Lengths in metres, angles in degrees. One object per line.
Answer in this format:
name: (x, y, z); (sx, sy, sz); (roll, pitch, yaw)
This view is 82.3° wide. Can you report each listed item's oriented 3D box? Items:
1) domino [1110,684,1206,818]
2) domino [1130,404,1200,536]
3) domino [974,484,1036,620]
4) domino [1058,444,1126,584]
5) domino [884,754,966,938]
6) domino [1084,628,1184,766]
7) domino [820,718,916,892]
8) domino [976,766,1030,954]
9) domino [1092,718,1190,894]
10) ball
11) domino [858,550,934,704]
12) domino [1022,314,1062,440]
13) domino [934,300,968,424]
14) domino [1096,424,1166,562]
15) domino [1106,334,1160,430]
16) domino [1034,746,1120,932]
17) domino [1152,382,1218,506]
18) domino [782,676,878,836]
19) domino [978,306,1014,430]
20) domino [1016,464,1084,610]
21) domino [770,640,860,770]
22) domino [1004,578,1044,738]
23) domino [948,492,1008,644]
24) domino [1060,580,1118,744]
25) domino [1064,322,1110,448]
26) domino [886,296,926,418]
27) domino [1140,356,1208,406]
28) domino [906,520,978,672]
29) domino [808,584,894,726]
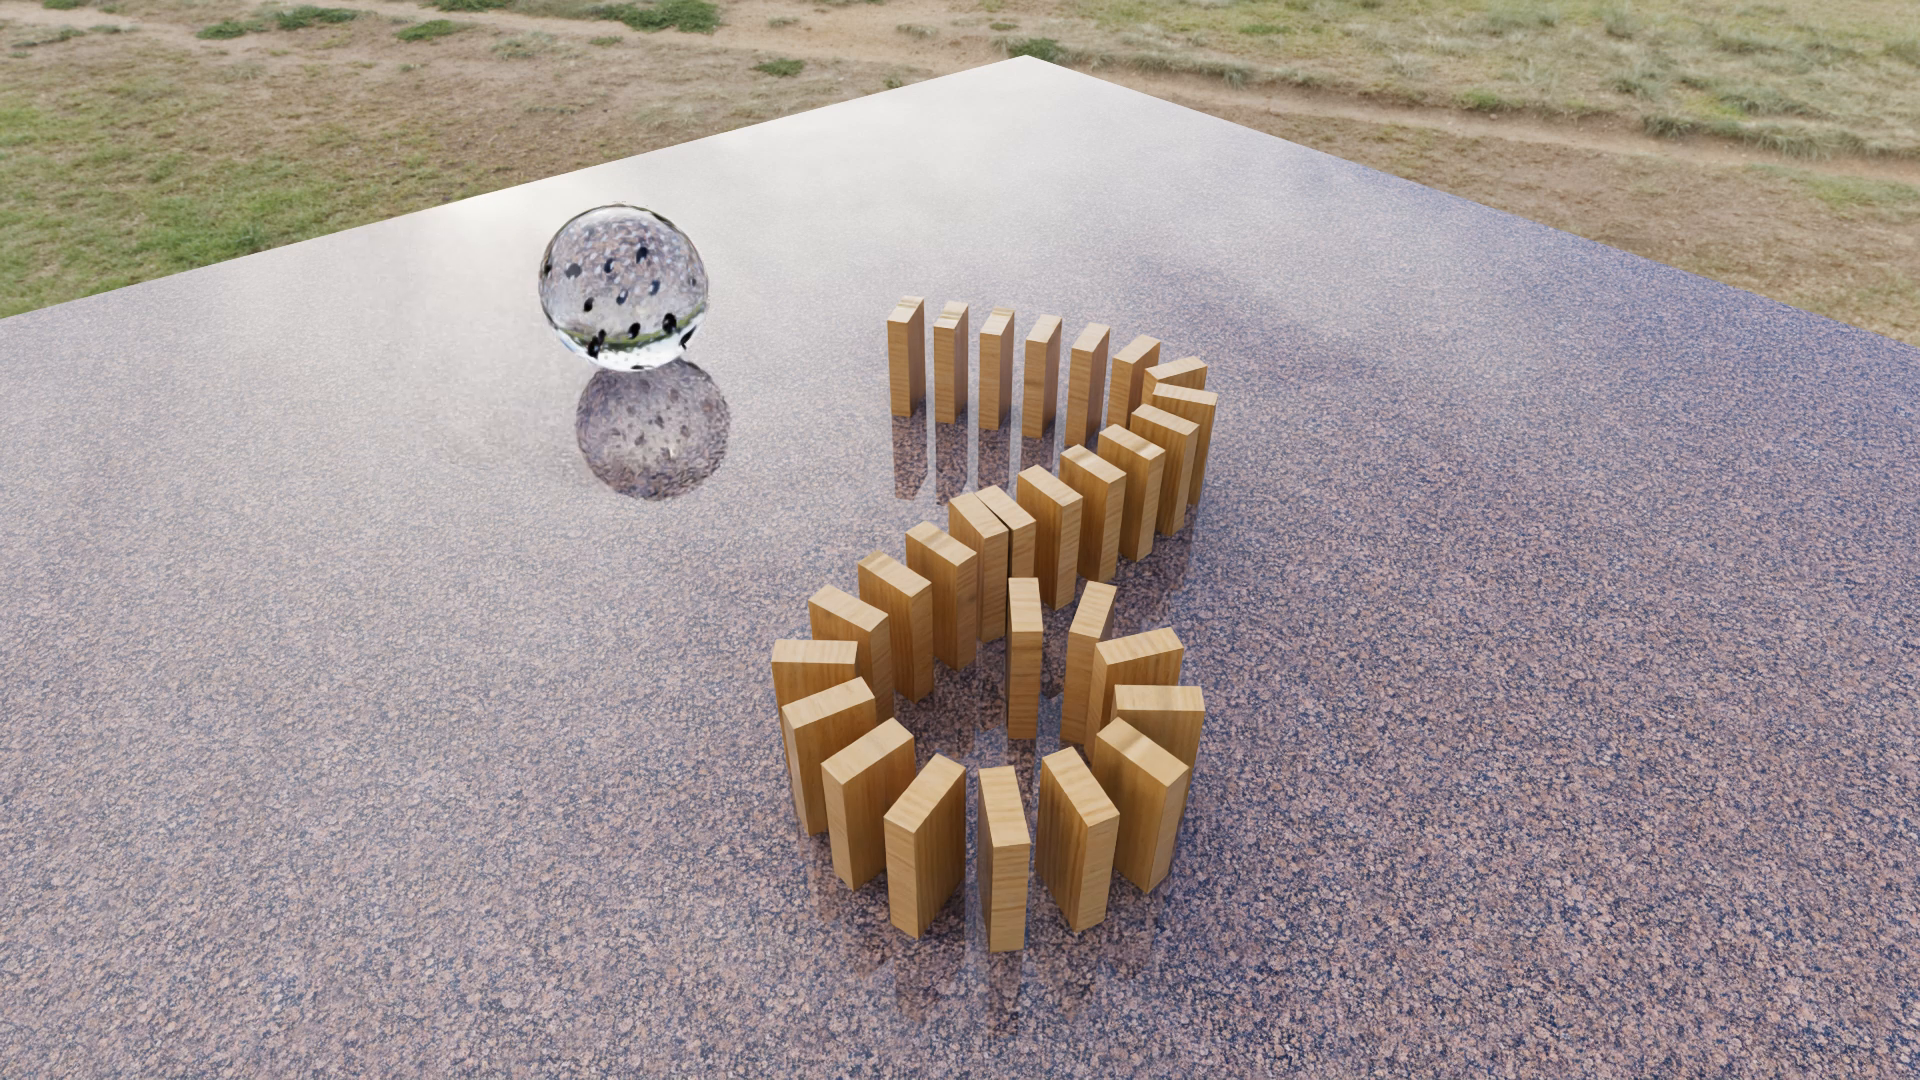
domino: (0.057, 0.065, 0.332); (0.025, 0.050, 0.009); (1, 39, 1)
domino: (0.080, -0.028, 0.446); (0.025, 0.050, 0.010); (27, 46, 29)
domino: (0.016, 0.008, 0.402); (0.009, 0.050, 0.025); (-22, 44, -25)
domino: (0.049, -0.009, 0.422); (0.010, 0.050, 0.025); (-28, 47, -30)
domino: (-0.009, 0.086, 0.307); (0.010, 0.050, 0.025); (22, 44, 25)
domino: (0.054, 0.051, 0.349); (0.025, 0.050, 0.010); (-11, 41, -13)
domino: (-0.025, 0.077, 0.318); (0.025, 0.050, 0.010); (-30, 48, -31)
domino: (0.011, 0.089, 0.303); (0.009, 0.050, 0.025); (-5, 40, -6)
domino: (0.050, 0.077, 0.317); (0.009, 0.050, 0.025); (-31, 49, -32)
ball: (-0.163, -0.122, 0.537); (0.080, 0.080, 0.080); (0, 39, 0)
domino: (-0.022, 0.030, 0.375); (0.025, 0.050, 0.009); (30, 48, 32)
domino: (0.037, -0.074, 0.502); (0.009, 0.050, 0.025); (13, 41, 15)
domino: (-0.004, -0.082, 0.512); (0.010, 0.050, 0.025); (10, 40, 12)
domino: (0.065, -0.018, 0.434); (0.009, 0.050, 0.025); (-31, 48, -32)
domino: (0.076, -0.063, 0.488); (0.010, 0.050, 0.025); (25, 45, 27)
domino: (0.032, 0.085, 0.308); (0.010, 0.050, 0.025); (-17, 42, -19)
domino: (0.091, -0.040, 0.460); (0.025, 0.050, 0.009); (13, 41, 15)
domino: (-0.038, 0.066, 0.331); (0.025, 0.050, 0.009); (-19, 43, -22)
domino: (0.017, -0.079, 0.508); (0.010, 0.050, 0.025); (11, 41, 13)
domino: (0.032, 0.000, 0.412); (0.010, 0.050, 0.025); (-26, 46, -28)
domino: (-0.044, 0.053, 0.347); (0.025, 0.050, 0.009); (1, 39, 2)
domino: (0.021, 0.040, 0.363); (0.010, 0.050, 0.025); (0, 39, -1)
domino: (0.006, 0.010, 0.399); (0.009, 0.050, 0.025); (-20, 43, -22)
domino: (0.042, 0.041, 0.362); (0.009, 0.050, 0.025); (12, 41, 14)
domino: (0.057, -0.069, 0.496); (0.010, 0.050, 0.025); (15, 42, 18)
domino: (-0.025, -0.086, 0.516); (0.009, 0.050, 0.025); (10, 40, 12)
domino: (0.091, -0.053, 0.476); (0.025, 0.050, 0.010); (-17, 42, -20)
domino: (-0.006, 0.020, 0.387); (0.025, 0.050, 0.010); (32, 49, 33)
domino: (-0.035, 0.041, 0.362); (0.025, 0.050, 0.010); (24, 45, 26)
